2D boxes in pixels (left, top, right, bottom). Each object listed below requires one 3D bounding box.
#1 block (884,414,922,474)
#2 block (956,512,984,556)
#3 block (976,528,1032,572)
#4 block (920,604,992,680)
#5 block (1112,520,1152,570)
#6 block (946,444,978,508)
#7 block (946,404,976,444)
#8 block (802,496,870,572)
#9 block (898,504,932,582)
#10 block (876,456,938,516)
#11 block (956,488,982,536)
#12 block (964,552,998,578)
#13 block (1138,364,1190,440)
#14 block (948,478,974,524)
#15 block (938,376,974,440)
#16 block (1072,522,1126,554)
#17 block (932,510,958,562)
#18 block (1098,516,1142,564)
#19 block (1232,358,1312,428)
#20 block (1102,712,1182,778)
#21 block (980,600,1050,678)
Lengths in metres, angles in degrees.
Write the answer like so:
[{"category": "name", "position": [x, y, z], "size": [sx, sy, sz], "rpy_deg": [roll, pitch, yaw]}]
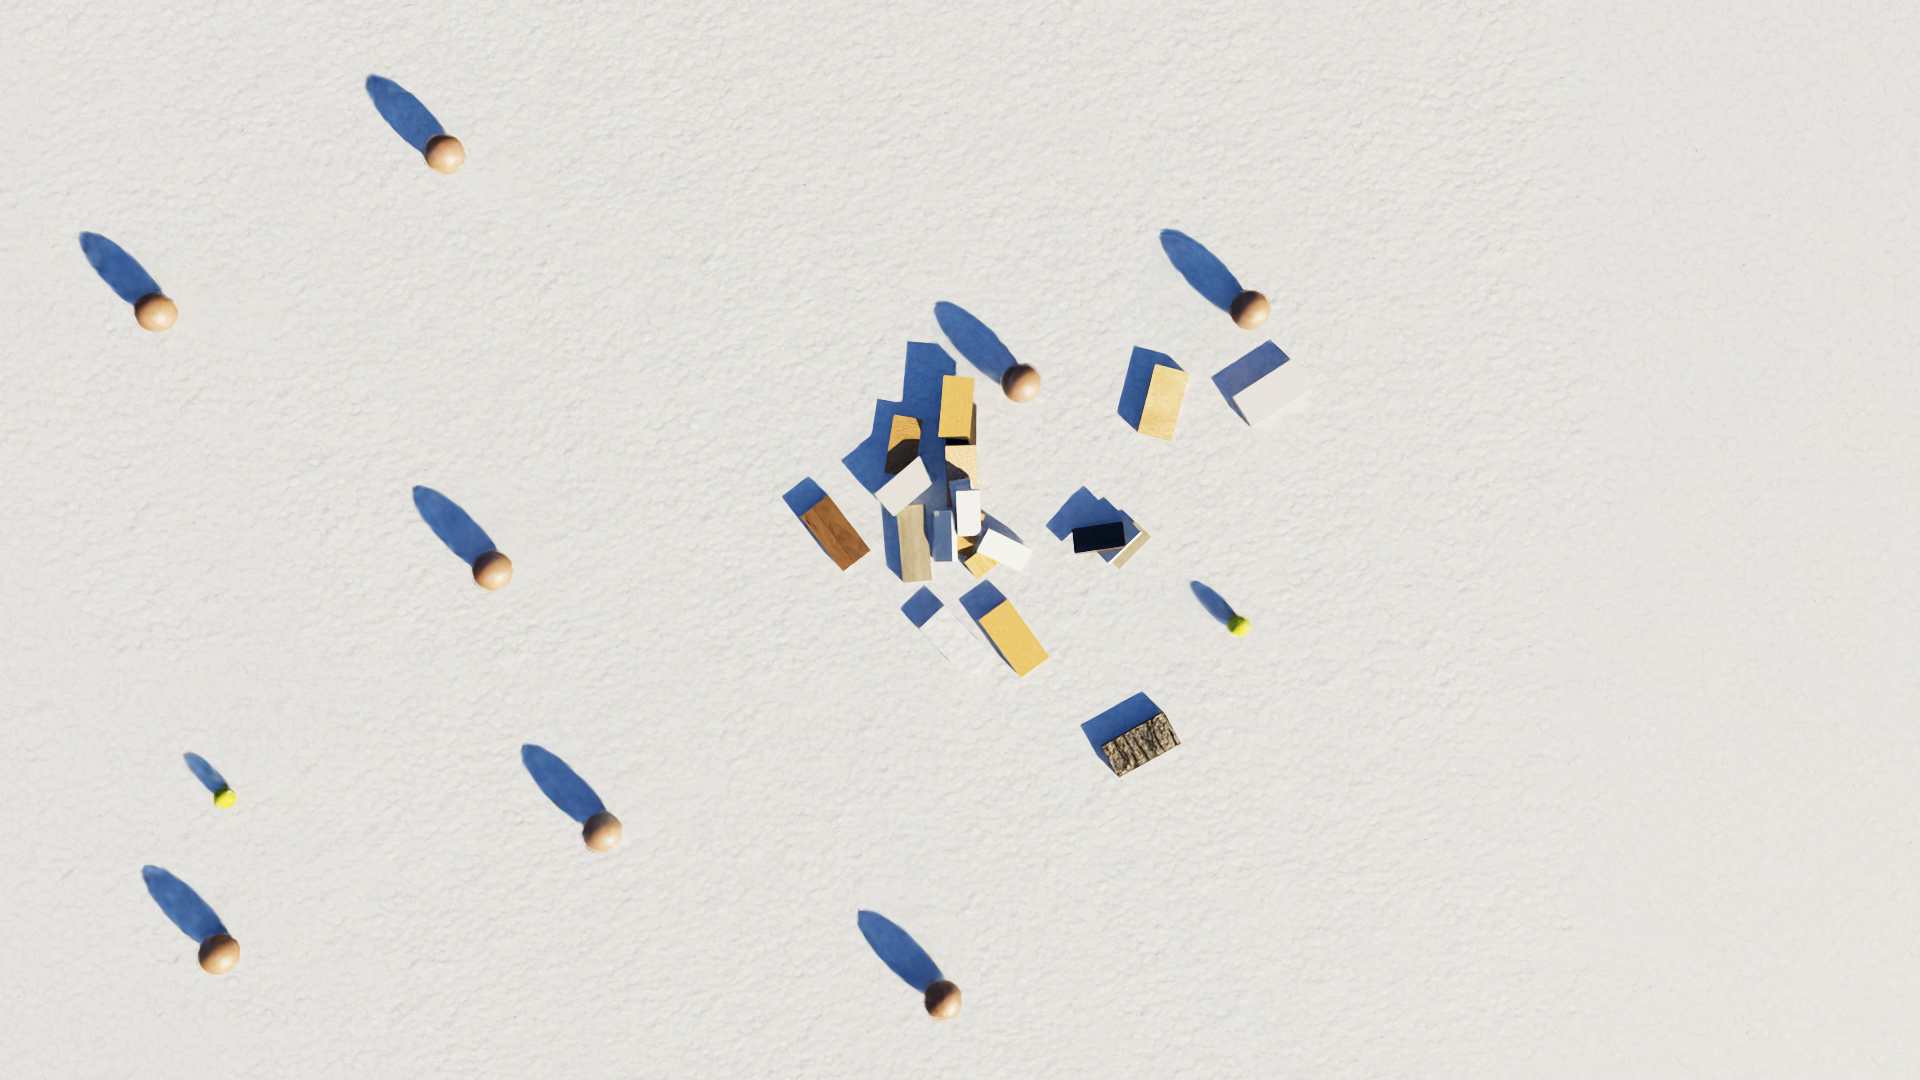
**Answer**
[{"category": "block", "position": [-0.187, -0.312, 5.486], "size": [0.097, 0.028, 0.194], "rpy_deg": [9, 90, 0]}, {"category": "block", "position": [0.023, -0.026, 5.464], "size": [0.077, 0.022, 0.153], "rpy_deg": [16, 107, -5]}, {"category": "block", "position": [0.146, 0.032, 5.458], "size": [0.169, 0.024, 0.085], "rpy_deg": [26, 98, -17]}, {"category": "block", "position": [-0.014, 0.339, 5.484], "size": [0.116, 0.033, 0.231], "rpy_deg": [-43, 90, 0]}, {"category": "block", "position": [0.555, 0.017, 5.489], "size": [0.076, 0.021, 0.151], "rpy_deg": [45, 90, 0]}, {"category": "block", "position": [0.006, -0.213, 5.463], "size": [0.103, 0.029, 0.205], "rpy_deg": [-2, 103, 0]}, {"category": "block", "position": [0.004, -0.347, 5.485], "size": [0.103, 0.029, 0.205], "rpy_deg": [0, 90, 0]}, {"category": "block", "position": [-0.412, -0.022, 5.484], "size": [0.116, 0.033, 0.231], "rpy_deg": [-38, 90, 0]}, {"category": "block", "position": [-0.152, 0.011, 5.486], "size": [0.097, 0.028, 0.254], "rpy_deg": [-5, 90, 0]}, {"category": "block", "position": [-0.177, -0.177, 5.458], "size": [0.194, 0.028, 0.097], "rpy_deg": [-40, 90, 0]}, {"category": "block", "position": [0.028, -0.091, 5.421], "size": [0.077, 0.022, 0.153], "rpy_deg": [-2, 108, 0]}, {"category": "block", "position": [0.094, 0.054, 5.478], "size": [0.151, 0.021, 0.076], "rpy_deg": [-37, 109, 0]}, {"category": "block", "position": [0.675, -0.456, 5.484], "size": [0.116, 0.033, 0.231], "rpy_deg": [14, 90, 0]}, {"category": "block", "position": [0.013, -0.126, 5.455], "size": [0.077, 0.022, 0.153], "rpy_deg": [-9, 107, 2]}, {"category": "block", "position": [-0.011, -0.437, 5.456], "size": [0.103, 0.029, 0.205], "rpy_deg": [5, 90, 0]}, {"category": "block", "position": [0.460, -0.006, 5.460], "size": [0.171, 0.024, 0.085], "rpy_deg": [-8, 74, 12]}, {"category": "block", "position": [-0.051, -0.013, 5.463], "size": [0.085, 0.024, 0.169], "rpy_deg": [-1, 90, 41]}, {"category": "block", "position": [0.521, 0.002, 5.466], "size": [0.151, 0.021, 0.076], "rpy_deg": [-44, 70, 1]}, {"category": "block", "position": [1.036, -0.489, 5.483], "size": [0.237, 0.034, 0.118], "rpy_deg": [-33, 90, 0]}, {"category": "block", "position": [0.602, 0.680, 5.483], "size": [0.237, 0.034, 0.118], "rpy_deg": [-29, 90, 0]}, {"category": "block", "position": [0.180, 0.327, 5.483], "size": [0.118, 0.034, 0.237], "rpy_deg": [-36, 90, 0]}]
